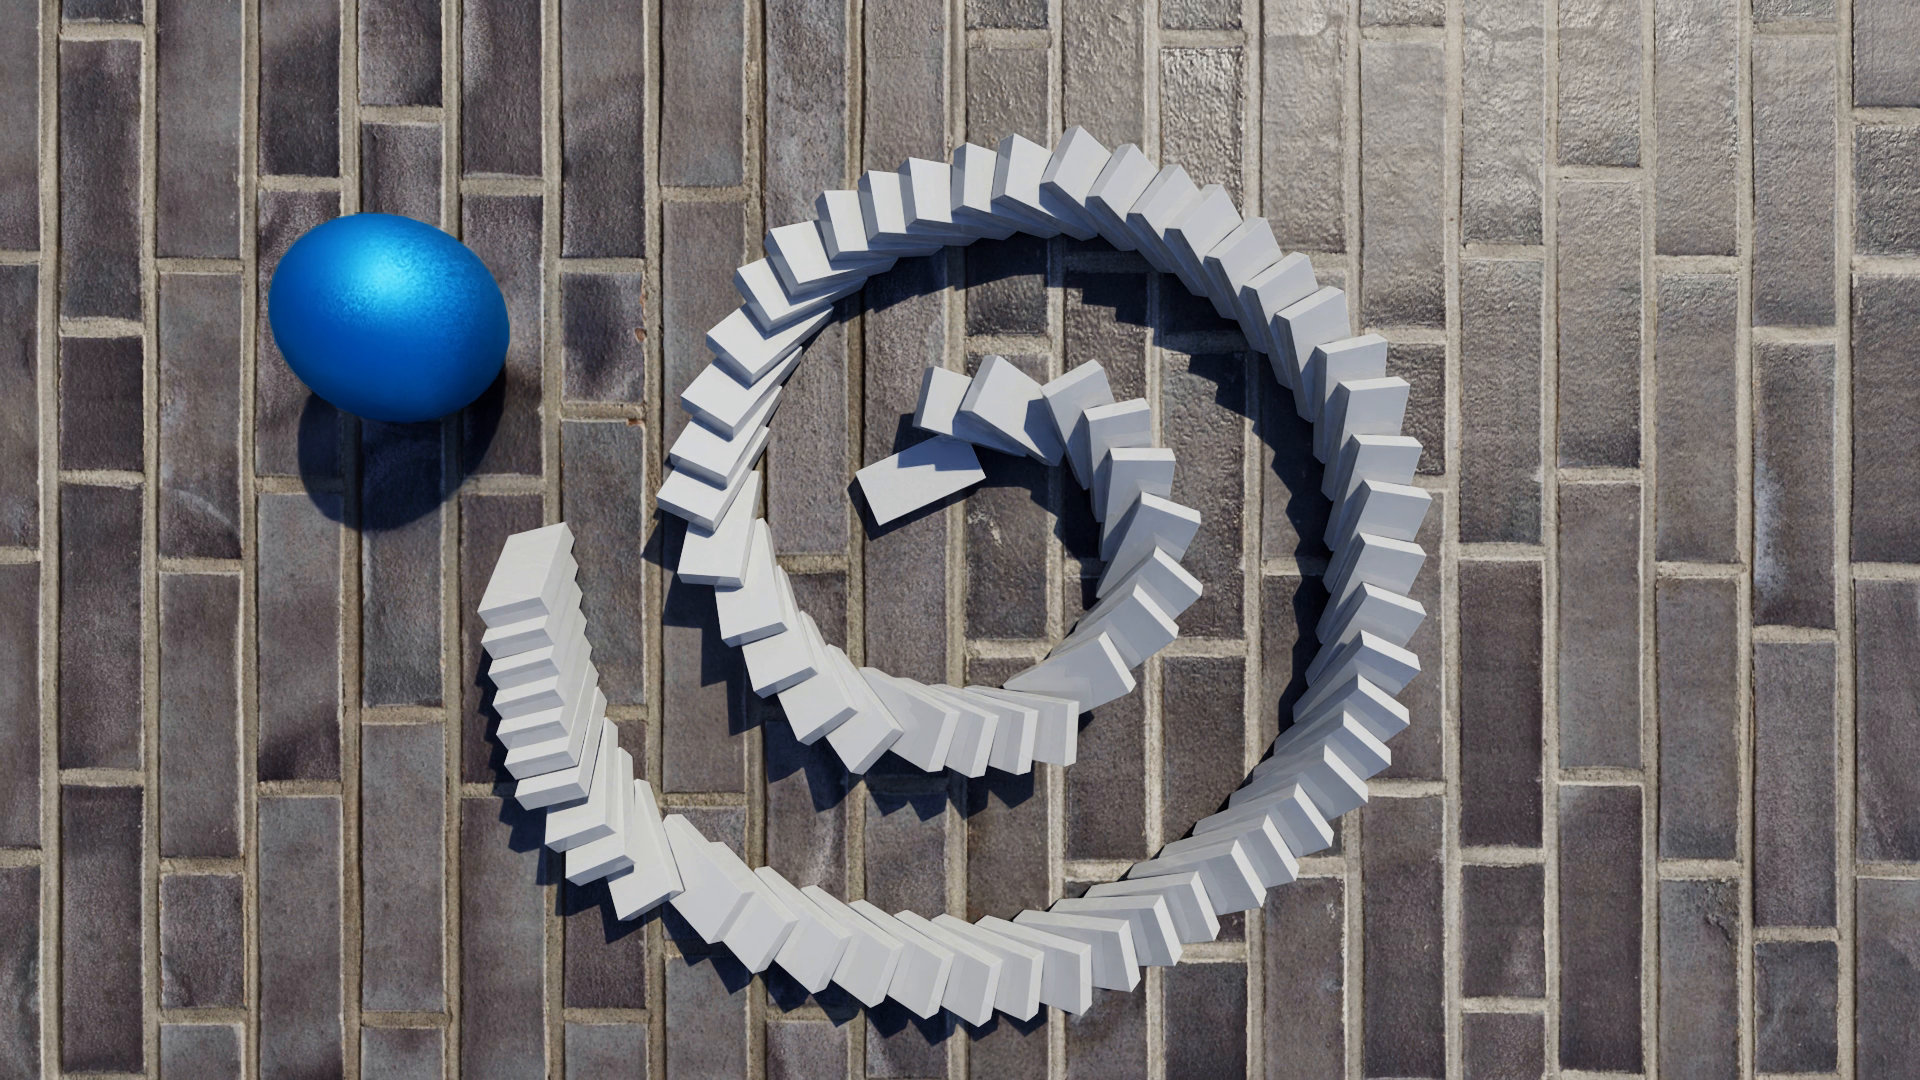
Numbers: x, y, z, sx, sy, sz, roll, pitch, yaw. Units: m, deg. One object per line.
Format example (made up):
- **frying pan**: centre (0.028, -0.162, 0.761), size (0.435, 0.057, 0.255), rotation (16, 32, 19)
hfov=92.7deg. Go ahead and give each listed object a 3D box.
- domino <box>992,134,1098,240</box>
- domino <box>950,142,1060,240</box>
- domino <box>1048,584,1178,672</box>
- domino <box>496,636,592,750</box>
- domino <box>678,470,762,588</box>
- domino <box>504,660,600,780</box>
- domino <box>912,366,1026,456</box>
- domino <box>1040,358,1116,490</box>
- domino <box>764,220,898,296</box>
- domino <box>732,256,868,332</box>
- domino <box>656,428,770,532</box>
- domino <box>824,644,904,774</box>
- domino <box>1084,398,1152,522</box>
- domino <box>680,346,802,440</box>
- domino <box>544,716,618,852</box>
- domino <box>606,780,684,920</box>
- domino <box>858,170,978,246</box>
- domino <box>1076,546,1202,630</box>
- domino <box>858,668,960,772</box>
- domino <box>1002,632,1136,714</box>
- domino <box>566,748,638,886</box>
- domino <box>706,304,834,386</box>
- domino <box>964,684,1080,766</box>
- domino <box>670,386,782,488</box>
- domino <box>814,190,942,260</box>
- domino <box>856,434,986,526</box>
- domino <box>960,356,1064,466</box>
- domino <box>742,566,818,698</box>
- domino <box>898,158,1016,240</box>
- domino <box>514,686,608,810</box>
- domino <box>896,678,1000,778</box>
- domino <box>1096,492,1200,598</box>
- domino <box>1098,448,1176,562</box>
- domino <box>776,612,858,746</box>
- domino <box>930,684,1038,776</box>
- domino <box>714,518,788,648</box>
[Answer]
- **domino**: centre (0.037, -0.146, 0.382), size (0.050, 0.010, 0.025), rotation (10, 87, -34)
- **domino**: centre (0.020, -0.145, 0.382), size (0.050, 0.009, 0.025), rotation (3, 90, -33)
- **domino**: centre (0.063, 0.043, 0.382), size (0.025, 0.009, 0.050), rotation (45, 121, -4)
- **domino**: centre (-0.170, 0.061, 0.377), size (0.025, 0.050, 0.010), rotation (-13, 128, 0)
- **domino**: centre (-0.100, -0.006, 0.384), size (0.025, 0.009, 0.050), rotation (4, 63, 0)
- **domino**: centre (-0.167, 0.073, 0.377), size (0.025, 0.050, 0.010), rotation (-13, 128, 0)
- **domino**: centre (0.007, -0.053, 0.385), size (0.050, 0.009, 0.025), rotation (13, 90, -25)
- **domino**: centre (0.054, -0.047, 0.381), size (0.025, 0.010, 0.050), rotation (-28, 127, 0)
- **domino**: centre (-0.053, -0.120, 0.382), size (0.050, 0.009, 0.025), rotation (-26, 86, -33)
- **domino**: centre (-0.066, -0.109, 0.384), size (0.050, 0.009, 0.025), rotation (-34, 90, -30)
- **domino**: centre (-0.103, -0.030, 0.384), size (0.025, 0.010, 0.050), rotation (24, 61, 0)
- **domino**: centre (-0.048, 0.070, 0.382), size (0.025, 0.009, 0.050), rotation (-46, 58, 3)
- **domino**: centre (0.066, -0.033, 0.381), size (0.025, 0.009, 0.050), rotation (-12, 126, -1)
- **domino**: centre (-0.091, -0.068, 0.383), size (0.025, 0.010, 0.050), rotation (31, 61, 3)
- **domino**: centre (-0.156, 0.101, 0.380), size (0.025, 0.009, 0.050), rotation (-19, 48, 1)
- **domino**: centre (-0.137, 0.129, 0.385), size (0.025, 0.009, 0.050), rotation (-29, 64, 0)
- **domino**: centre (-0.017, -0.137, 0.382), size (0.050, 0.010, 0.025), rotation (-10, 89, -34)
- **domino**: centre (0.074, 0.028, 0.383), size (0.025, 0.010, 0.050), rotation (40, 121, -2)
- **domino**: centre (-0.025, 0.074, 0.381), size (0.050, 0.009, 0.025), rotation (20, 95, 37)
- **domino**: centre (0.045, 0.060, 0.384), size (0.050, 0.009, 0.025), rotation (-31, 90, 29)
- **domino**: centre (-0.149, 0.114, 0.380), size (0.025, 0.010, 0.050), rotation (-22, 48, 1)
- **domino**: centre (-0.079, -0.090, 0.384), size (0.025, 0.010, 0.050), rotation (42, 62, 0)
- **domino**: centre (0.024, 0.077, 0.382), size (0.050, 0.010, 0.025), rotation (3, 90, 34)
- **domino**: centre (-0.097, -0.048, 0.383), size (0.025, 0.010, 0.050), rotation (24, 61, 0)
- **domino**: centre (-0.033, -0.132, 0.383), size (0.050, 0.010, 0.025), rotation (-14, 90, -33)
- **domino**: centre (-0.017, -0.028, 0.395), size (0.050, 0.010, 0.025), rotation (-24, 90, 0)
- **domino**: centre (0.026, -0.053, 0.381), size (0.050, 0.009, 0.025), rotation (28, 83, -33)
- **domino**: centre (-0.079, 0.038, 0.384), size (0.025, 0.010, 0.050), rotation (-24, 60, 0)
- **domino**: centre (-0.001, -0.141, 0.381), size (0.050, 0.010, 0.025), rotation (-6, 87, -34)
- **domino**: centre (-0.163, 0.085, 0.378), size (0.025, 0.050, 0.009), rotation (-13, 129, 0)
- **domino**: centre (-0.009, 0.077, 0.381), size (0.050, 0.010, 0.025), rotation (16, 93, 37)
- **domino**: centre (0.078, 0.006, 0.382), size (0.025, 0.010, 0.050), rotation (19, 124, -1)
- **domino**: centre (0.073, -0.014, 0.382), size (0.025, 0.009, 0.050), rotation (0, 125, 0)
- **domino**: centre (-0.065, 0.057, 0.382), size (0.025, 0.009, 0.050), rotation (-34, 59, 3)
- **domino**: centre (0.007, 0.078, 0.381), size (0.050, 0.010, 0.025), rotation (9, 92, 37)
- **domino**: centre (-0.089, 0.017, 0.384), size (0.025, 0.010, 0.050), rotation (-17, 62, 0)
